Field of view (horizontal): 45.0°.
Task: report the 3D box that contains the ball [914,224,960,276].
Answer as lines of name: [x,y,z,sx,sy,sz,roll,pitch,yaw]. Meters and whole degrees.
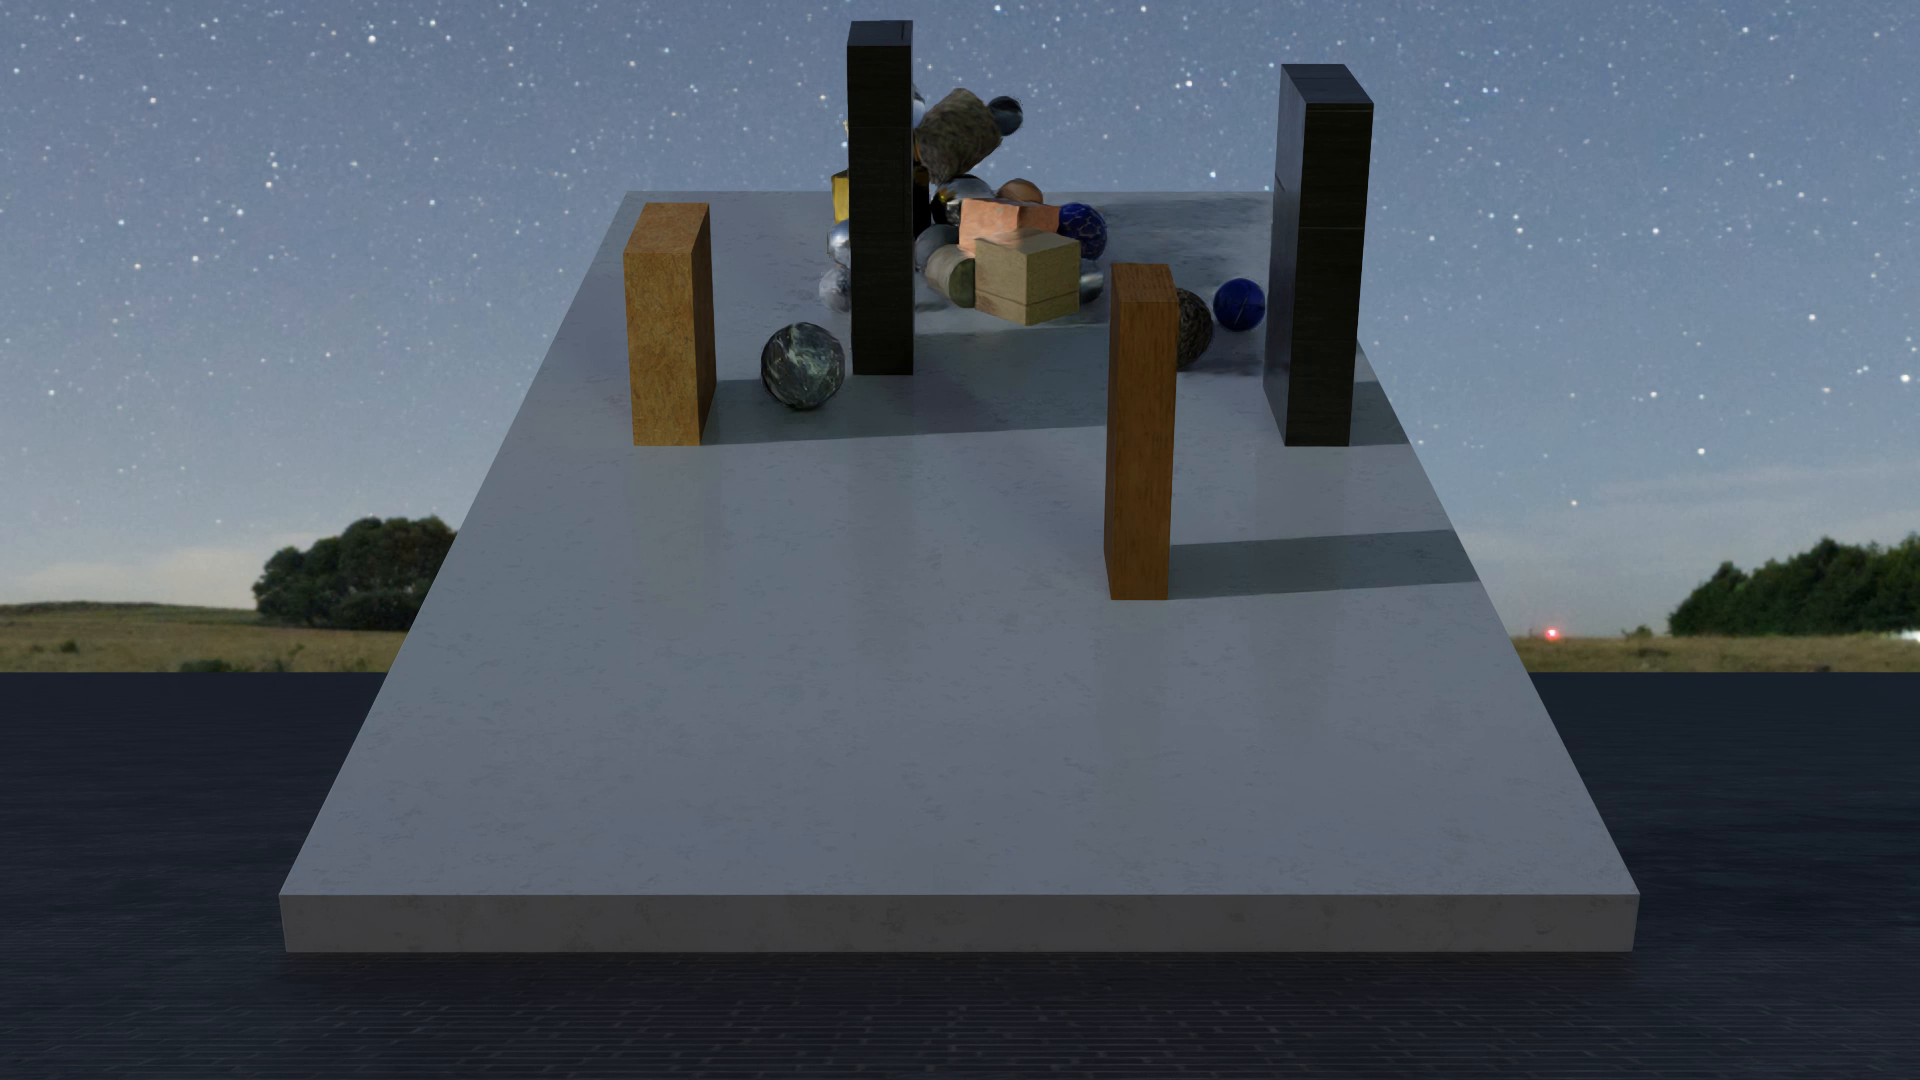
ball: [-0.052,-0.770,6.201,0.149,0.149,0.149,0,-3,0]

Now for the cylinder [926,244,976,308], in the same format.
cylinder: [0.000,-0.686,6.027,0.135,0.135,0.135,2,20,-29]

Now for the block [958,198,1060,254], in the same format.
block: [0.128,-0.802,6.144,0.185,0.185,0.185,15,15,36]

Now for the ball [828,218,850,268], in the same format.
ball: [-0.289,-0.806,6.297,0.139,0.139,0.139,0,-3,0]

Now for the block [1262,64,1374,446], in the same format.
block: [0.784,-0.632,5.117,0.140,0.759,0.394,0,23,0]

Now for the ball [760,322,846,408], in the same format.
ball: [-0.357,-0.397,5.280,0.195,0.195,0.195,0,-3,0]

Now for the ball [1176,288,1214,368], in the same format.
ball: [0.509,-0.508,5.544,0.191,0.191,0.191,0,-3,0]

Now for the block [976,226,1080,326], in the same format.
block: [0.173,-0.678,5.939,0.189,0.189,0.189,-20,30,-38]

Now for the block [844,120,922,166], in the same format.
block: [-0.209,-1.084,6.330,0.146,0.146,0.146,-15,-3,16]

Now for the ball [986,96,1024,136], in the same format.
ball: [0.126,-1.235,6.750,0.115,0.115,0.115,0,-3,0]

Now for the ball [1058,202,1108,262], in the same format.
ball: [0.313,-0.828,6.300,0.179,0.179,0.179,0,-3,0]

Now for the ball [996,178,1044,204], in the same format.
ball: [0.170,-0.966,6.653,0.142,0.142,0.142,0,-3,0]

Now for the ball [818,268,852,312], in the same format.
ball: [-0.305,-0.643,5.950,0.115,0.115,0.115,0,-3,0]

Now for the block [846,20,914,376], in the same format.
block: [-0.184,-0.810,5.495,0.144,0.782,0.294,0,23,0]

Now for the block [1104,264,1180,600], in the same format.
block: [0.337,-0.203,4.342,0.105,0.584,0.240,0,23,0]

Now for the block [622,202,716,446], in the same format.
block: [-0.644,-0.488,5.184,0.144,0.437,0.409,0,23,0]

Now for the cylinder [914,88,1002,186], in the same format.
cylinder: [-0.024,-1.158,6.679,0.206,0.206,0.206,-41,10,-17]

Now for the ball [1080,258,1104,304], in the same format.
ball: [0.317,-0.672,6.017,0.117,0.117,0.117,0,-3,0]

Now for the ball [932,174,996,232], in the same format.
ball: [0.012,-0.942,6.556,0.186,0.186,0.186,0,-3,0]

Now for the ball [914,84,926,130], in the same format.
ball: [-0.178,-1.214,6.493,0.162,0.162,0.162,0,-3,0]

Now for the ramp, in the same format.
ramp: [-0.008,-0.227,5.258,2.000,0.100,4.000,0,23,0]

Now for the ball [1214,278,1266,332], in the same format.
ball: [0.702,-0.589,5.807,0.134,0.134,0.134,0,-3,0]

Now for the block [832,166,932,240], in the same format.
block: [-0.220,-0.948,6.537,0.192,0.192,0.192,17,34,33]
